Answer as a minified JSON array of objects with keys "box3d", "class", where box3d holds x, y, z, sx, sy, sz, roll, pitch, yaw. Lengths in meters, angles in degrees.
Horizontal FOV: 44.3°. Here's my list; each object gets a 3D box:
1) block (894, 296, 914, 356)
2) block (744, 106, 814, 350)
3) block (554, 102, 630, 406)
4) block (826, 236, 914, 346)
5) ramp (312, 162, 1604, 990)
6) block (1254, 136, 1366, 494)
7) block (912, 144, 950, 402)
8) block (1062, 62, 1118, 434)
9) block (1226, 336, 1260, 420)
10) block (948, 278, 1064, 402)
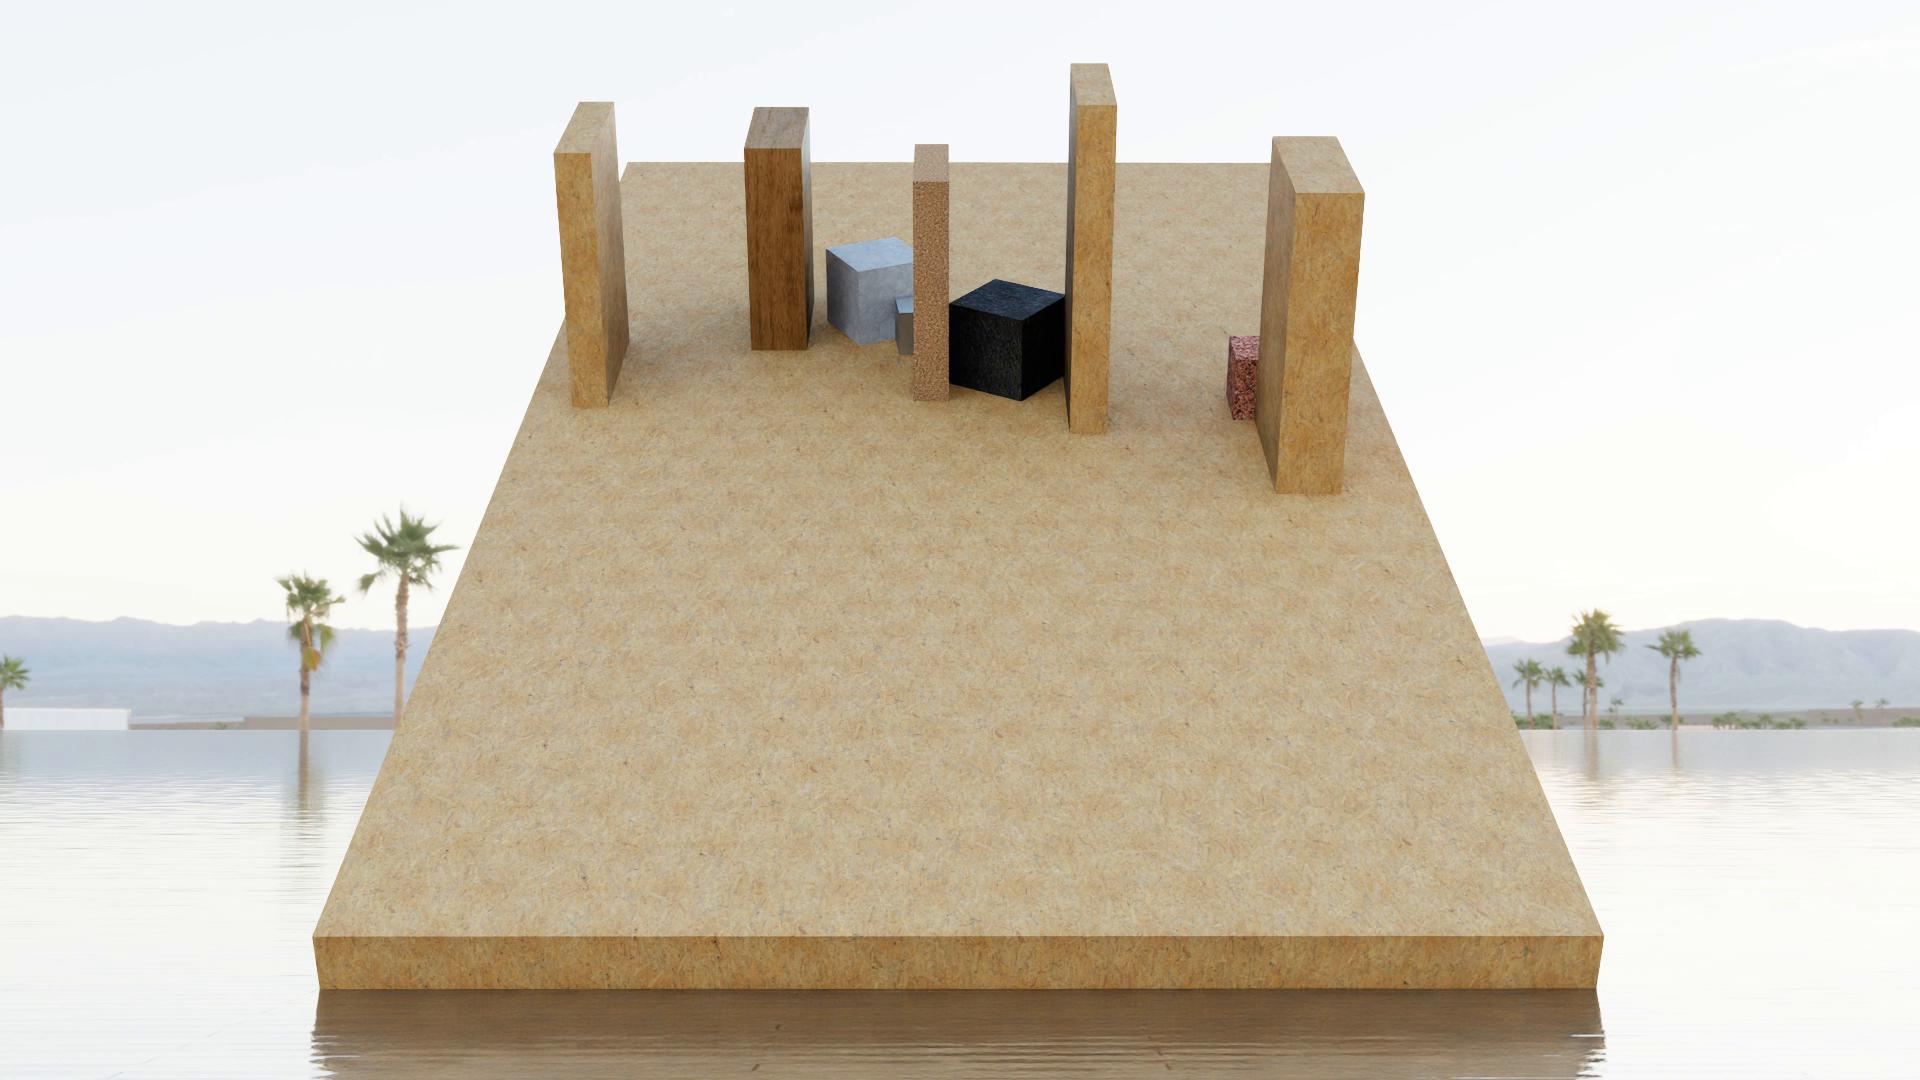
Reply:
[{"box3d":[-0.100,-0.532,5.841,0.112,0.112,0.112,-3,27,-7],"class":"block"},{"box3d":[-0.447,-0.779,5.884,0.138,0.515,0.355,0,26,0],"class":"block"},{"box3d":[-0.865,-0.678,5.569,0.083,0.612,0.417,0,26,0],"class":"block"},{"box3d":[-0.207,-0.628,5.943,0.194,0.194,0.194,-13,29,-24],"class":"block"},{"box3d":[-0.010,-0.228,5.467,2.000,0.100,4.000,0,26,0],"class":"ramp"},{"box3d":[0.752,-0.491,5.127,0.141,0.676,0.400,0,26,0],"class":"block"},{"box3d":[-0.067,-0.631,5.565,0.082,0.536,0.292,0,26,0],"class":"block"},{"box3d":[0.293,-0.662,5.370,0.085,0.766,0.344,0,26,0],"class":"block"},{"box3d":[0.706,-0.377,5.490,0.150,0.150,0.150,0,26,0],"class":"block"},{"box3d":[0.115,-0.479,5.633,0.204,0.204,0.204,16,31,29],"class":"block"}]
